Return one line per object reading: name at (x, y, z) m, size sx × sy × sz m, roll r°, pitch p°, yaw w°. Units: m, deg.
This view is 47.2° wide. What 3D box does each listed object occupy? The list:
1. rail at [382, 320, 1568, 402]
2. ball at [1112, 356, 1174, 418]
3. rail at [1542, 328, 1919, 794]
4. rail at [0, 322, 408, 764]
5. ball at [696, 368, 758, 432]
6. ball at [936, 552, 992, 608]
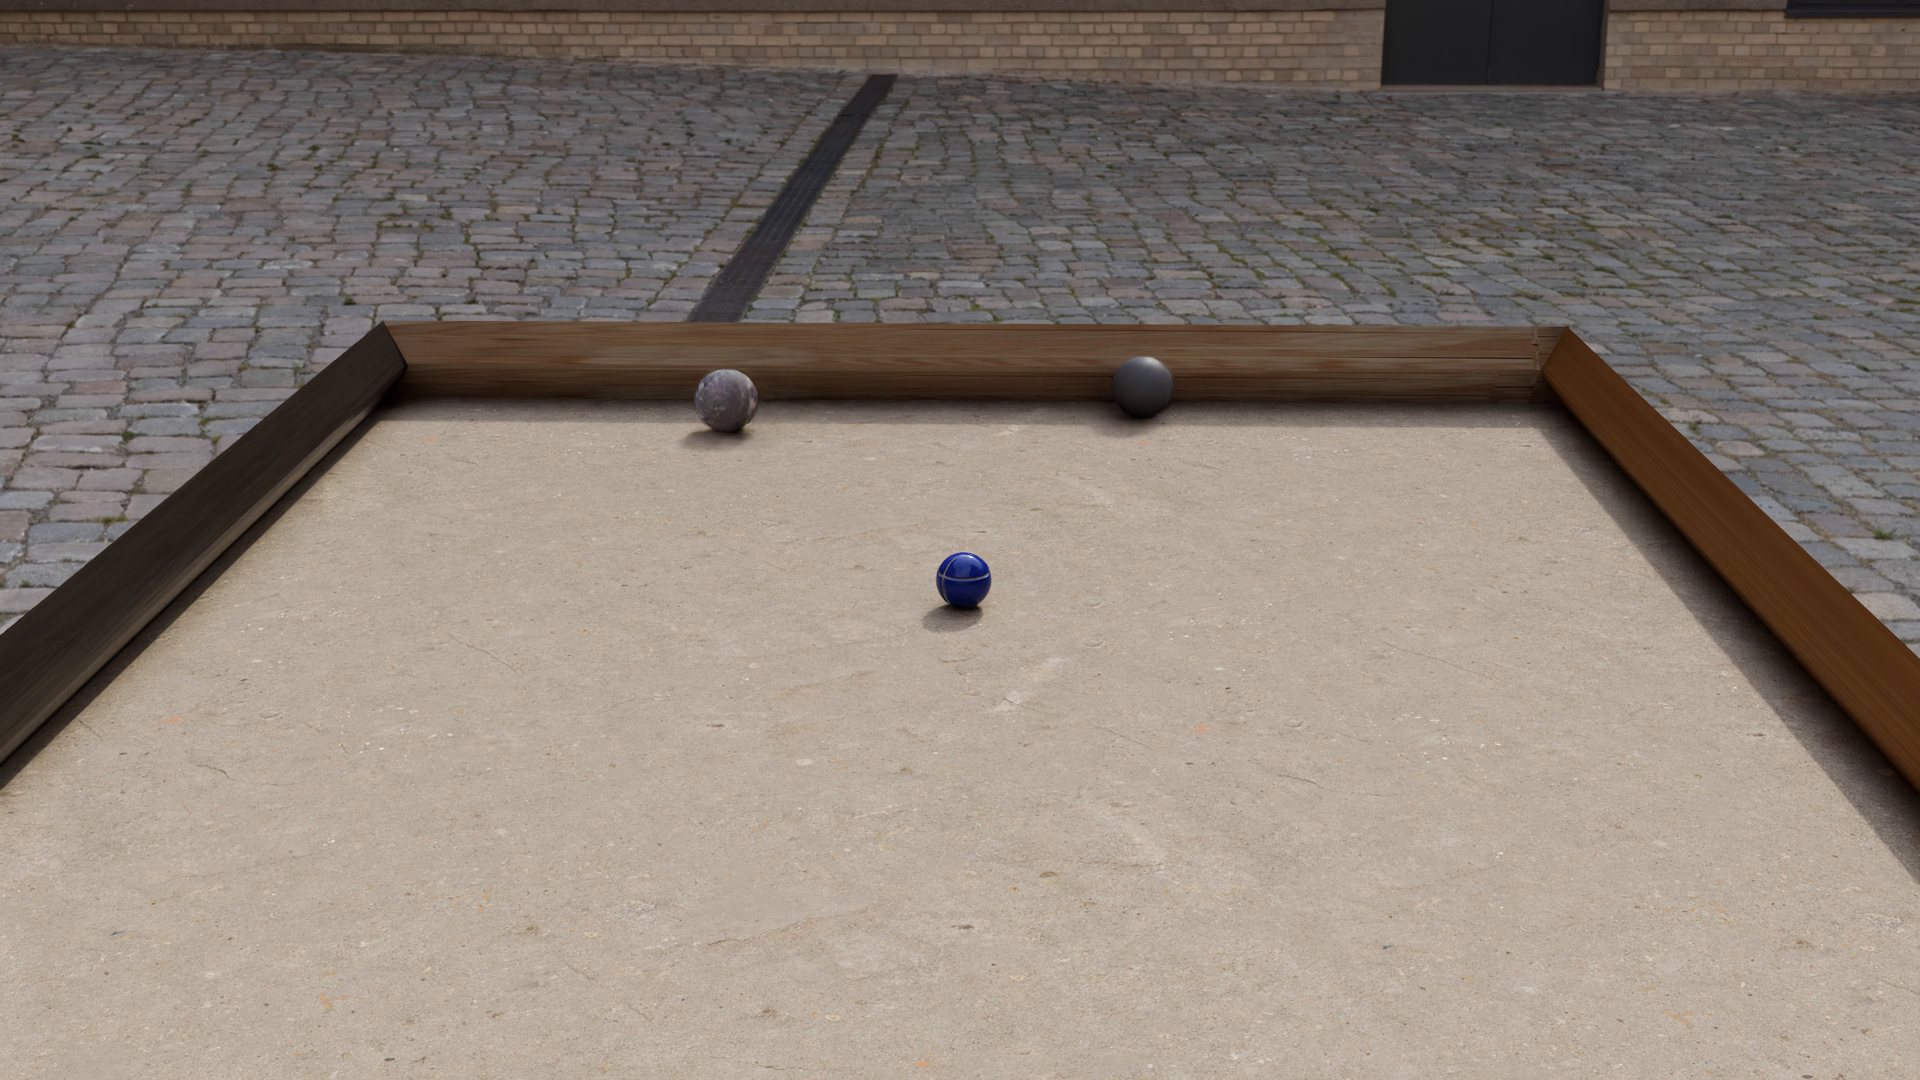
rail at (0.017, -0.258, 3.252) m, size 1.758 × 0.115 × 0.045 m, roll 0°, pitch 19°, yaw 1°
ball at (0.265, -0.222, 3.190) m, size 0.089 × 0.089 × 0.089 m, roll 0°, pitch 19°, yaw 0°
rail at (0.838, 0.232, 1.788) m, size 0.045 × 0.115 × 3.098 m, roll 0°, pitch 19°, yaw 1°
rail at (-0.872, 0.220, 1.825) m, size 0.045 × 0.115 × 3.098 m, roll 0°, pitch 19°, yaw 1°
ball at (-0.330, -0.199, 3.120) m, size 0.089 × 0.089 × 0.089 m, roll 0°, pitch 19°, yaw 0°
ball at (0.004, 0.044, 2.435) m, size 0.062 × 0.062 × 0.062 m, roll 0°, pitch 19°, yaw 0°
